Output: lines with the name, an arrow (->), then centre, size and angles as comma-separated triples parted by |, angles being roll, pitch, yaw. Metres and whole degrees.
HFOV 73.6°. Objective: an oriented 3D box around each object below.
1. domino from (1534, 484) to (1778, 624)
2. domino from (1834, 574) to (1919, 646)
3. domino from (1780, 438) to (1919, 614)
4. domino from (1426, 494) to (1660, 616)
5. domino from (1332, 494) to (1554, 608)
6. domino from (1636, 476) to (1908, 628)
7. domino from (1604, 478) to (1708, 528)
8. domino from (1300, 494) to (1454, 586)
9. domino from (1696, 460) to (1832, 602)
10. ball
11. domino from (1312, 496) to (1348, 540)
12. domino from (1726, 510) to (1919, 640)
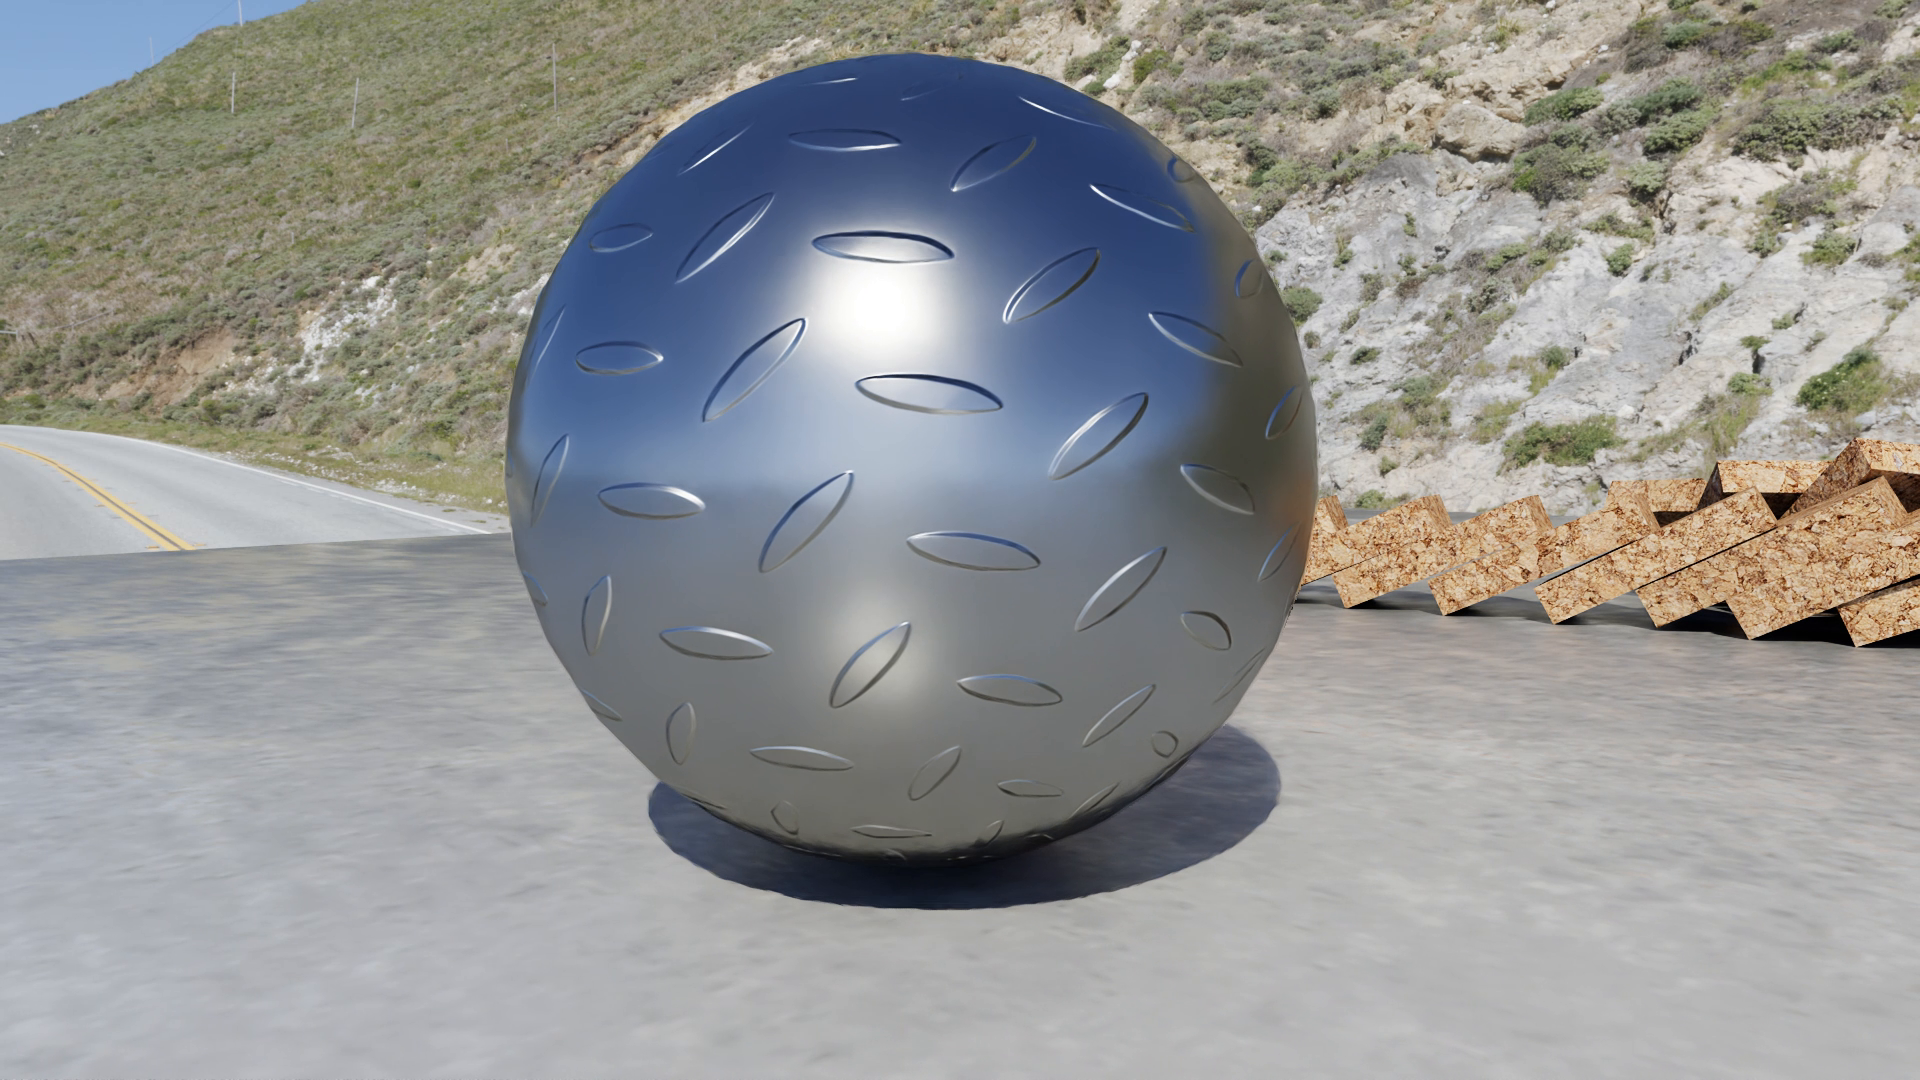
domino -> 0.163, 0.003, 0.301 | 0.050, 0.010, 0.025 | -32, -13, 30
domino -> 0.212, 0.008, 0.268 | 0.050, 0.010, 0.025 | -26, -9, 30
domino -> 0.210, -0.002, 0.304 | 0.025, 0.009, 0.050 | 6, -40, -3
domino -> 0.144, 0.004, 0.316 | 0.050, 0.010, 0.025 | -28, -11, 31
domino -> 0.124, 0.003, 0.330 | 0.050, 0.009, 0.025 | -26, -10, 31
domino -> 0.181, 0.003, 0.287 | 0.050, 0.009, 0.025 | -35, -14, 39
domino -> 0.203, -0.001, 0.352 | 0.050, 0.010, 0.025 | 30, -14, -27
domino -> 0.104, 0.002, 0.343 | 0.050, 0.009, 0.025 | -25, -9, 29
domino -> 0.201, -0.001, 0.326 | 0.025, 0.009, 0.050 | 1, -34, 15
ball -> -0.005, -0.007, 0.132 | 0.080, 0.080, 0.080 | 0, 4, 0
domino -> 0.080, 0.002, 0.356 | 0.050, 0.010, 0.025 | -23, -6, 24
domino -> 0.194, 0.005, 0.275 | 0.050, 0.009, 0.025 | -34, -13, 36
